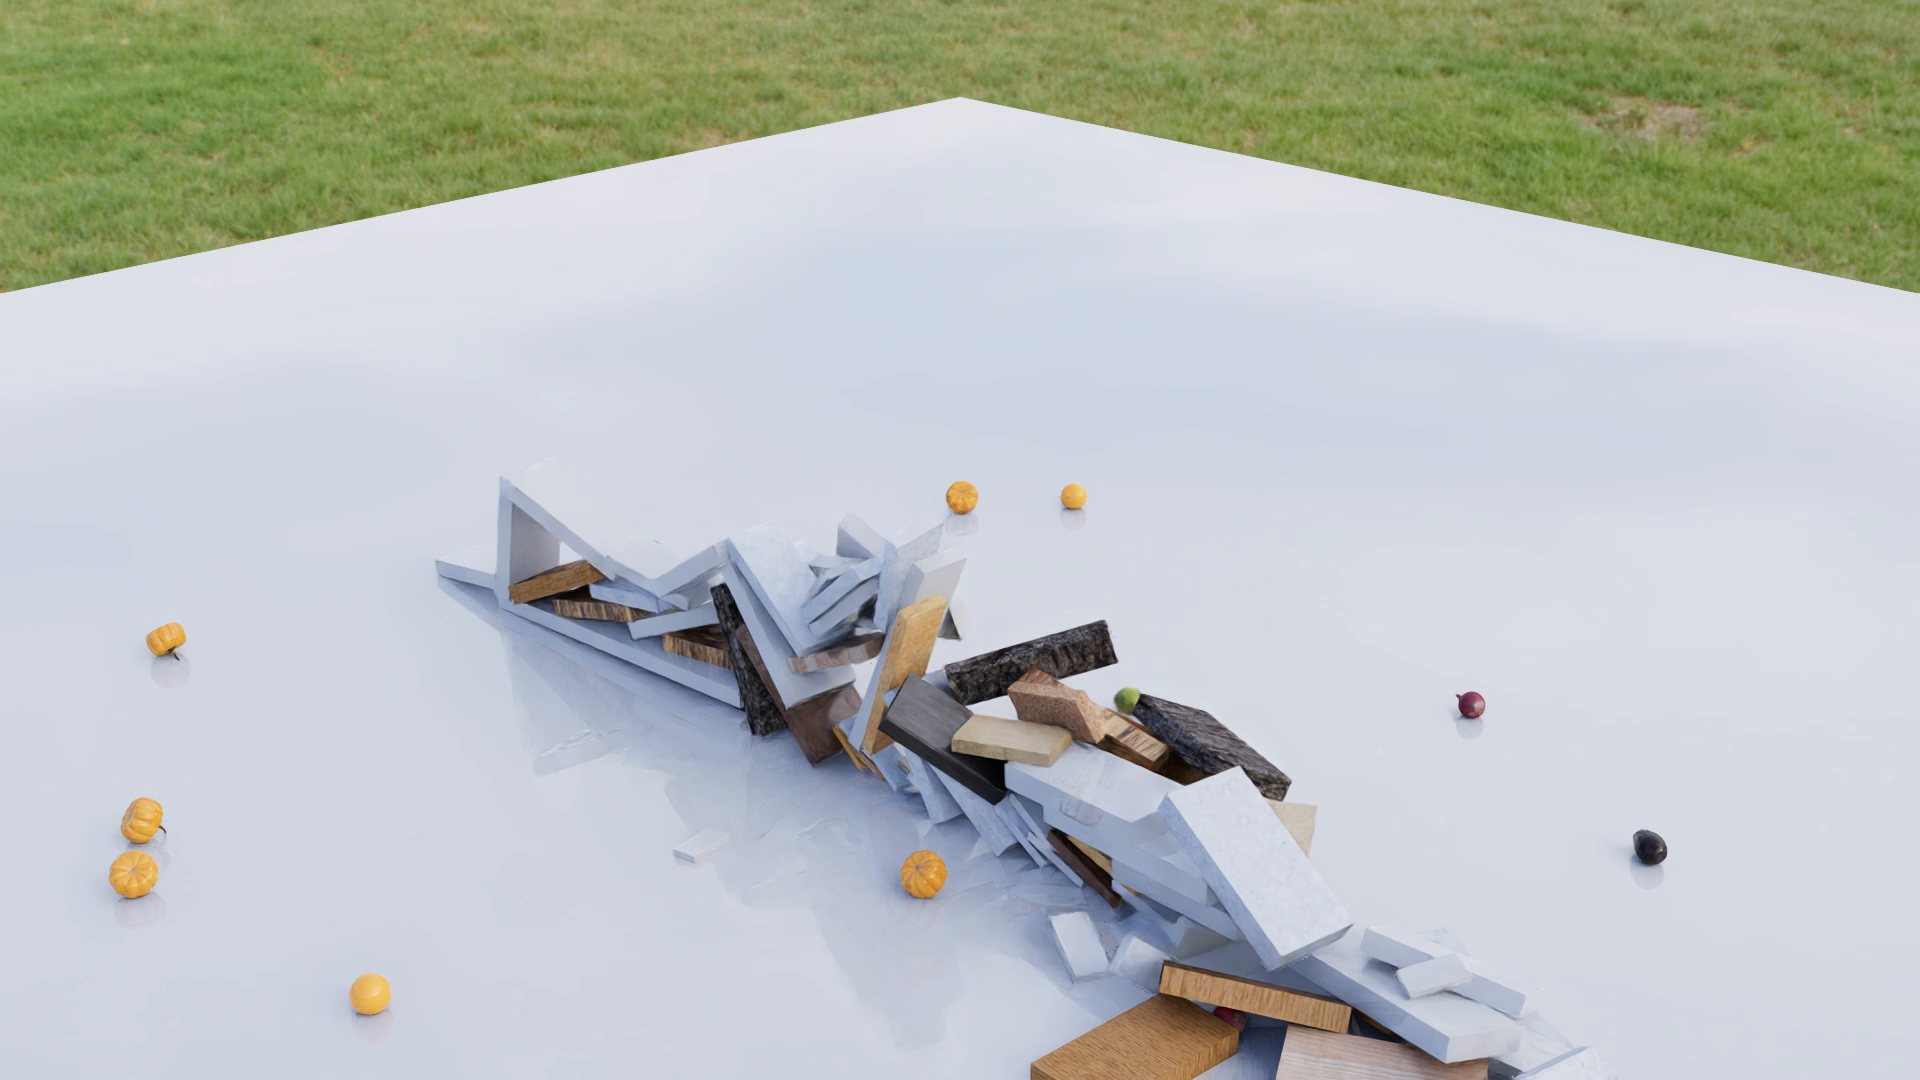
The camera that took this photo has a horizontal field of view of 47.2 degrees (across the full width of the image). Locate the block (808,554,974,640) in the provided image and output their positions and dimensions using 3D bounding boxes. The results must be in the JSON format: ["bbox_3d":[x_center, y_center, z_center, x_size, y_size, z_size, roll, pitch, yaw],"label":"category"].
[{"bbox_3d":[-0.150,0.119,4.603,0.373,0.151,0.043,5,36,40],"label":"block"}]

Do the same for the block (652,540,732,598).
[{"bbox_3d":[-0.540,0.048,4.796,0.148,0.042,0.296,-22,-3,-39],"label":"block"}]

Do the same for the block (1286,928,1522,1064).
[{"bbox_3d":[0.718,0.758,3.775,0.158,0.045,0.535,0,12,-29],"label":"block"}]

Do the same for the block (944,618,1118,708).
[{"bbox_3d":[0.145,0.251,4.444,0.336,0.118,0.033,-16,53,3],"label":"block"}]

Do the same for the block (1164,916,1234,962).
[{"bbox_3d":[0.470,0.698,3.986,0.194,0.097,0.028,-13,48,-28],"label":"block"}]

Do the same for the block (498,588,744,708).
[{"bbox_3d":[-0.756,0.227,5.133,0.881,0.040,0.141,18,29,40],"label":"block"}]

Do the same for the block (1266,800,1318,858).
[{"bbox_3d":[0.608,0.598,4.298,0.144,0.041,0.288,6,24,14],"label":"block"}]

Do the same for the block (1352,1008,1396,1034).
[{"bbox_3d":[0.771,0.803,3.756,0.182,0.026,0.091,-1,13,-32],"label":"block"}]

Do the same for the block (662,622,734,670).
[{"bbox_3d":[-0.511,0.237,4.980,0.296,0.042,0.148,13,26,32],"label":"block"}]

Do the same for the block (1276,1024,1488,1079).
[{"bbox_3d":[0.681,0.889,3.564,0.327,0.046,0.163,7,36,16],"label":"block"}]

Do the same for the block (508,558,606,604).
[{"bbox_3d":[-0.913,0.080,5.228,0.324,0.046,0.162,-14,8,43],"label":"block"}]

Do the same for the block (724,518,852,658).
[{"bbox_3d":[-0.362,0.099,4.608,0.123,0.035,0.306,-21,65,-34],"label":"block"}]

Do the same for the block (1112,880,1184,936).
[{"bbox_3d":[0.383,0.674,4.091,0.096,0.027,0.193,-18,40,-37],"label":"block"}]

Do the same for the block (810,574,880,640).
[{"bbox_3d":[-0.202,0.124,4.473,0.118,0.033,0.236,-25,-8,-40],"label":"block"}]

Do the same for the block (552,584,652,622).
[{"bbox_3d":[-0.812,0.140,5.168,0.283,0.040,0.141,3,21,42],"label":"block"}]

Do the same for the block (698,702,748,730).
[{"bbox_3d":[-0.514,0.387,4.830,0.106,0.015,0.053,12,26,26],"label":"block"}]

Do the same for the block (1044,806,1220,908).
[{"bbox_3d":[0.365,0.547,4.070,0.175,0.050,0.452,-16,23,-34],"label":"block"}]

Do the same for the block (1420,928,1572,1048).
[{"bbox_3d":[0.905,0.792,3.807,0.097,0.028,0.336,-12,33,-27],"label":"block"}]

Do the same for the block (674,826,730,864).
[{"bbox_3d":[-0.509,0.599,4.329,0.053,0.015,0.106,15,27,31],"label":"block"}]

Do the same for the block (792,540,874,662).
[{"bbox_3d":[-0.291,0.137,4.892,0.043,0.151,0.301,-19,37,-28],"label":"block"}]

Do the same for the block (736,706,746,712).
[{"bbox_3d":[-0.440,0.372,4.864,0.106,0.015,0.053,17,28,35],"label":"block"}]

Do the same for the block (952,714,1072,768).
[{"bbox_3d":[0.100,0.389,4.276,0.208,0.029,0.104,7,27,26],"label":"block"}]

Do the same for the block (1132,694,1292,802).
[{"bbox_3d":[0.487,0.402,4.281,0.167,0.047,0.334,17,11,-29],"label":"block"}]

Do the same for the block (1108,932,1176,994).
[{"bbox_3d":[0.317,0.738,3.825,0.020,0.070,0.139,21,-11,45],"label":"block"}]

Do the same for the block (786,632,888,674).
[{"bbox_3d":[-0.237,0.230,4.546,0.121,0.034,0.243,-22,6,-40],"label":"block"}]

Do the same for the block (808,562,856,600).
[{"bbox_3d":[-0.260,0.084,4.515,0.070,0.020,0.139,-16,-14,-22],"label":"block"}]

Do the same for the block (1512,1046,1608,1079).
[{"bbox_3d":[0.905,0.909,3.438,0.288,0.144,0.041,-14,-10,-30],"label":"block"}]

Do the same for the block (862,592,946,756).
[{"bbox_3d":[-0.116,0.276,4.461,0.104,0.402,0.029,-25,56,-37],"label":"block"}]

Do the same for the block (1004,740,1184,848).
[{"bbox_3d":[0.265,0.471,4.151,0.175,0.050,0.351,-17,24,-36],"label":"block"}]

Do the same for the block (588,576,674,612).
[{"bbox_3d":[-0.729,0.113,5.061,0.246,0.035,0.123,10,26,43],"label":"block"}]

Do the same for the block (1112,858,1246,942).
[{"bbox_3d":[0.442,0.623,3.987,0.157,0.045,0.315,-17,24,-36],"label":"block"}]

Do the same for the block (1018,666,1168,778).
[{"bbox_3d":[0.262,0.398,4.389,0.334,0.167,0.047,30,54,27],"label":"block"}]

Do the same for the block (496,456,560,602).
[{"bbox_3d":[-1.036,-0.026,5.295,0.046,0.324,0.162,26,33,30],"label":"block"}]

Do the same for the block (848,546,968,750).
[{"bbox_3d":[-0.109,0.226,4.476,0.122,0.498,0.034,-21,53,-42],"label":"block"}]
